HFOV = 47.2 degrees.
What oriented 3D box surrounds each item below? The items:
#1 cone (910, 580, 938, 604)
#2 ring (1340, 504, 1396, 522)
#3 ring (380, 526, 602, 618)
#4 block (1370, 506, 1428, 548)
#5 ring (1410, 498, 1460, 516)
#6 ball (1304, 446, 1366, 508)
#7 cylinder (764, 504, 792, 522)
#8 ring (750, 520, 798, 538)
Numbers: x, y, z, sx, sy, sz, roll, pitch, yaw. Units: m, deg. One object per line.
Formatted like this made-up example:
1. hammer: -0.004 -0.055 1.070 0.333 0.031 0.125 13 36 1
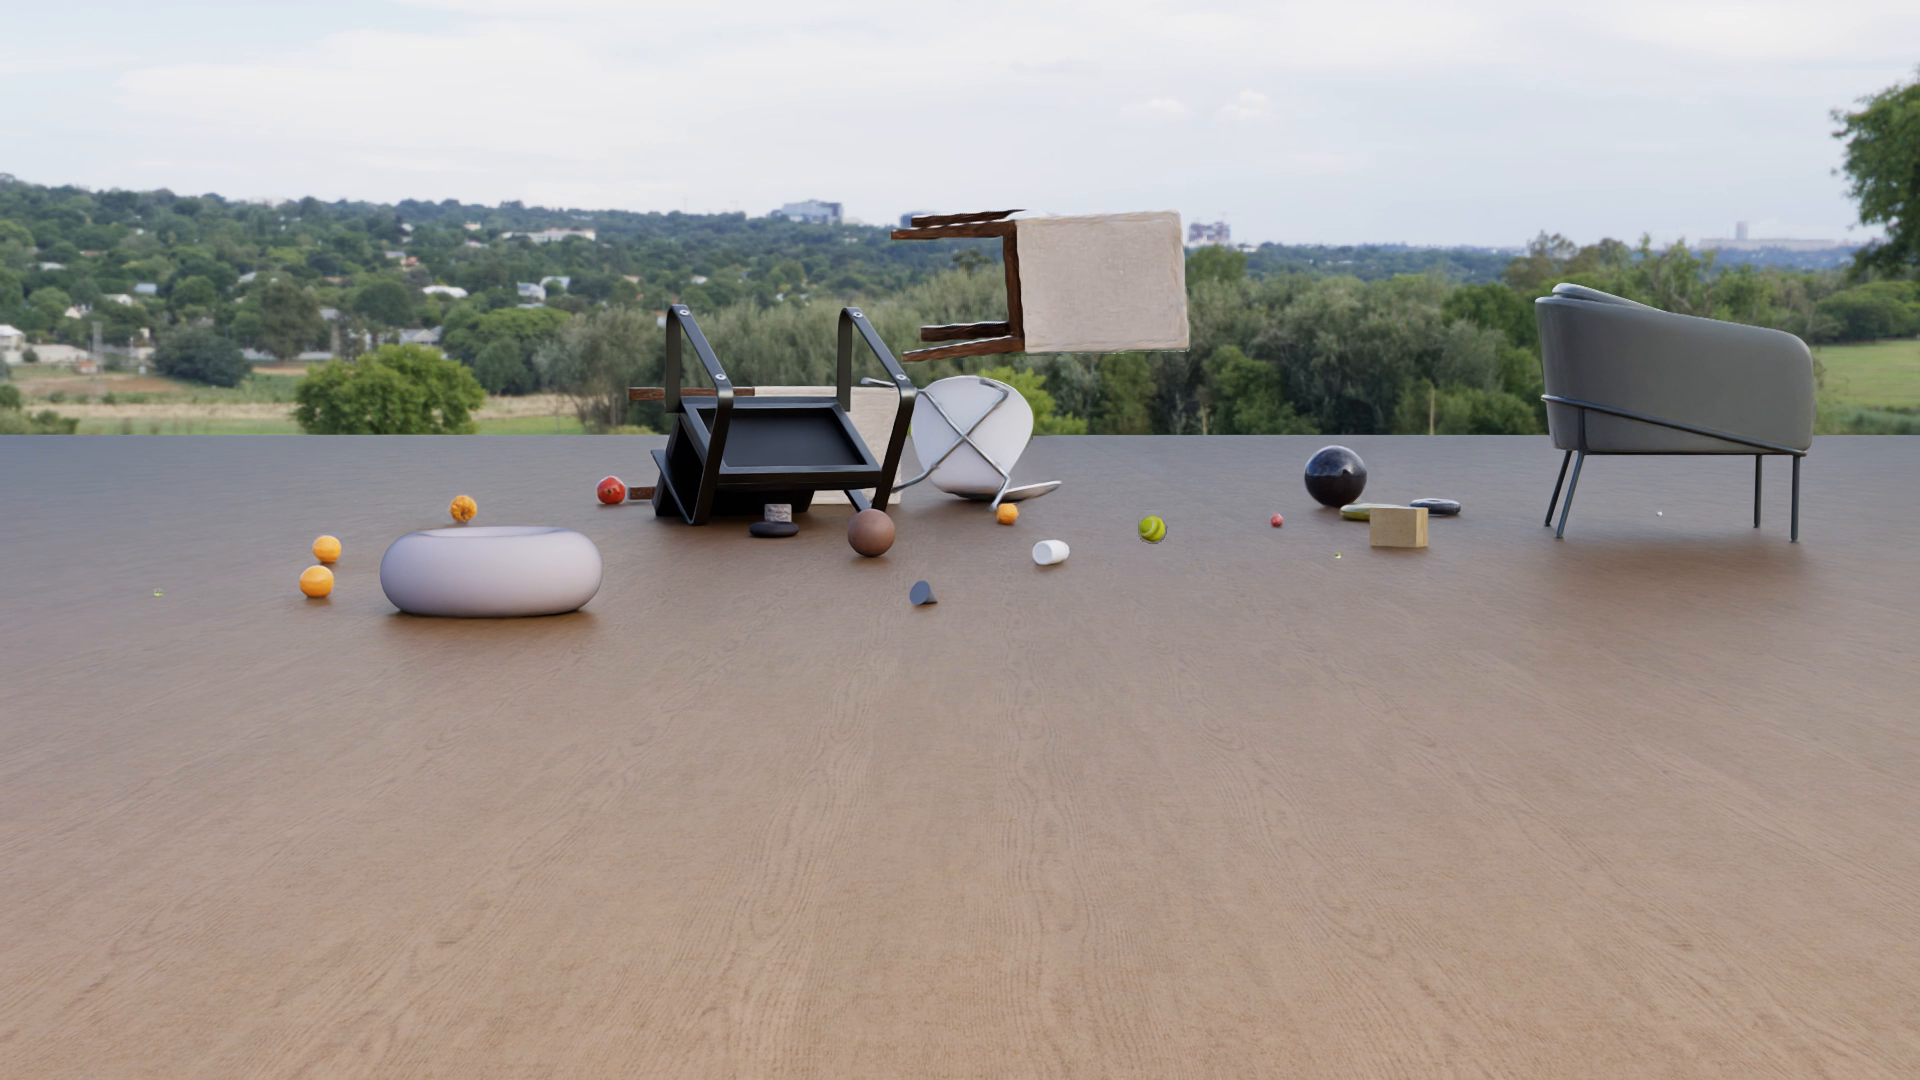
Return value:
1. cone: -0.065 0.121 4.611 0.056 0.053 0.062 -8 -26 39
2. ring: 1.429 -0.093 7.530 0.193 0.053 0.412 -1 4 -18
3. ring: -0.951 0.063 4.466 0.478 0.163 0.404 2 5 32
4. block: 1.259 -0.039 6.311 0.145 0.109 0.076 3 5 37
5. ring: 1.704 -0.117 7.887 0.181 0.052 0.276 2 5 12
6. ball: 1.417 -0.238 8.303 0.235 0.235 0.235 0 4 0
7. cylinder: -0.580 -0.072 7.002 0.080 0.082 0.090 3 5 40
8. ring: -0.571 -0.034 6.750 0.152 0.040 0.285 1 4 -1
